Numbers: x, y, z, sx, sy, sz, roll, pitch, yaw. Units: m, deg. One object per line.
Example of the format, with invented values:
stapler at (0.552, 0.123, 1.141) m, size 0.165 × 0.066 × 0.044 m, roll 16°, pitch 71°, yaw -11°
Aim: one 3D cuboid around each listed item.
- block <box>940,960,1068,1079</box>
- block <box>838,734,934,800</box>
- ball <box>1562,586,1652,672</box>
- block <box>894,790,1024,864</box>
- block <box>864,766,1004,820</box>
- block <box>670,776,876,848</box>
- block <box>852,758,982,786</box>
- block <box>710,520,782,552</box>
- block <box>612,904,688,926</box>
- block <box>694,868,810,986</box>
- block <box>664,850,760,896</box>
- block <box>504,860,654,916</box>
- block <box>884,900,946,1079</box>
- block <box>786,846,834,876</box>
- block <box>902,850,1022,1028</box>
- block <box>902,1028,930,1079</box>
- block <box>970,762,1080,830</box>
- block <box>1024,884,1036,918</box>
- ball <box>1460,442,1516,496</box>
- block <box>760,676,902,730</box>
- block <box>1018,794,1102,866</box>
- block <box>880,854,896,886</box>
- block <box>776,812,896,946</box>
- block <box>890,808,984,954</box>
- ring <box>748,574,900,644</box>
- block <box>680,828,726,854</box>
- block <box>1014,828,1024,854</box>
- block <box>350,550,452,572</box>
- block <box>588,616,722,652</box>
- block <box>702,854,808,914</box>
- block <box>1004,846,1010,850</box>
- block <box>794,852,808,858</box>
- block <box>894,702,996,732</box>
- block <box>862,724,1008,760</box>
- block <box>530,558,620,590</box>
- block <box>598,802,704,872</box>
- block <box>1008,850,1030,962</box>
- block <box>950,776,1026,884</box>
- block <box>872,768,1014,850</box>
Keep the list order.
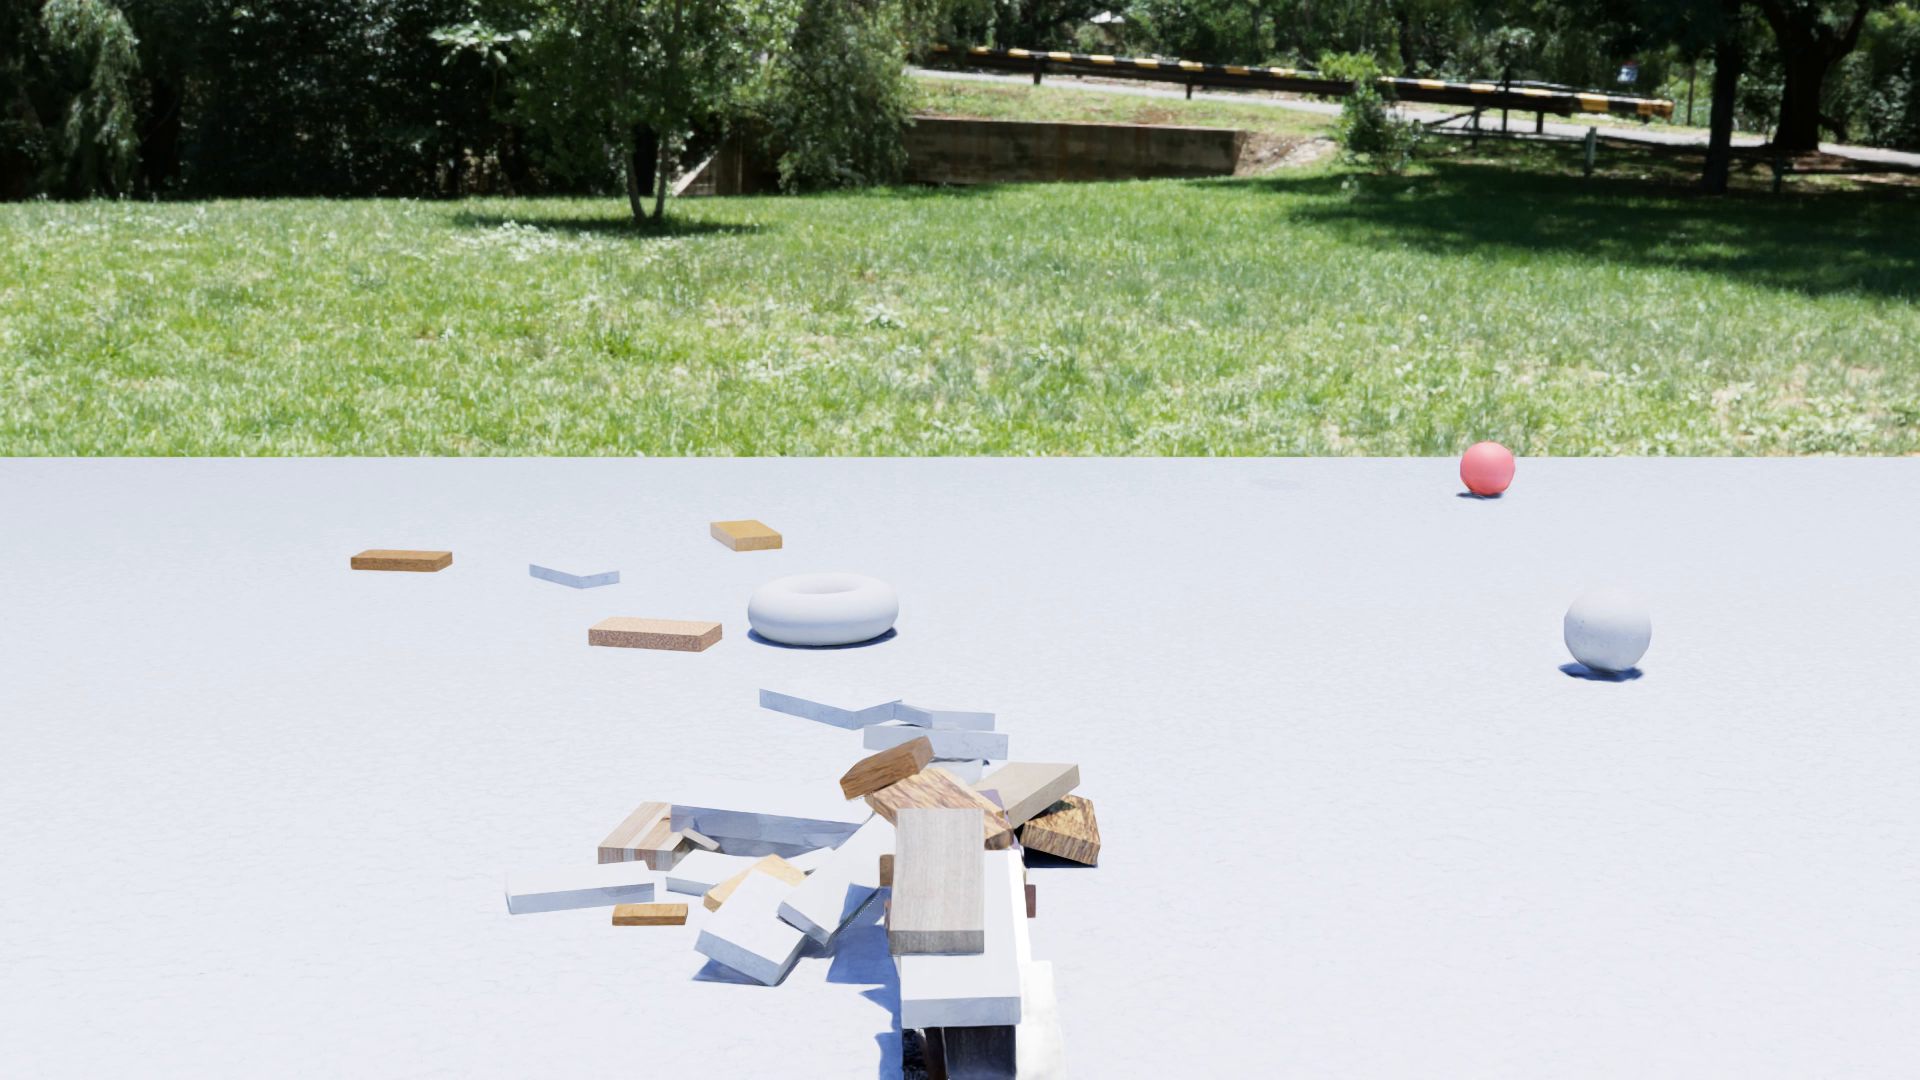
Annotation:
block at (0.057, 0.653, 2.689) m, size 0.144 × 0.041 × 0.288 m, roll -3°, pitch 47°, yaw -5°
block at (-0.109, 0.344, 3.344) m, size 0.117 × 0.033 × 0.233 m, roll -22°, pitch -1°, yaw 5°
ball at (1.519, 0.211, 5.161) m, size 0.201 × 0.201 × 0.201 m, roll 0°, pitch 11°, yaw 0°
block at (-0.007, 0.456, 3.342) m, size 0.169 × 0.048 × 0.337 m, roll -4°, pitch 10°, yaw -5°
block at (-0.043, 0.408, 3.375) m, size 0.132 × 0.037 × 0.265 m, roll -7°, pitch 11°, yaw -20°
block at (-0.324, 0.487, 3.926) m, size 0.347 × 0.049 × 0.174 m, roll 5°, pitch 11°, yaw 8°
block at (-0.076, 0.441, 4.144) m, size 0.174 × 0.049 × 0.347 m, roll 2°, pitch -1°, yaw 12°
block at (-0.663, -0.015, 6.810) m, size 0.148 × 0.042 × 0.296 m, roll -4°, pitch 11°, yaw -21°
block at (-0.499, 0.604, 3.547) m, size 0.116 × 0.016 × 0.058 m, roll 0°, pitch 11°, yaw -1°
block at (-0.305, 0.595, 3.400) m, size 0.132 × 0.037 × 0.265 m, roll 23°, pitch 15°, yaw 7°
block at (-0.390, 0.565, 3.680) m, size 0.184 × 0.026 × 0.092 m, roll 5°, pitch 24°, yaw 26°
block at (-0.632, 0.576, 3.651) m, size 0.233 × 0.033 × 0.117 m, roll -3°, pitch 11°, yaw -16°
block at (0.014, 0.597, 2.939) m, size 0.168 × 0.048 × 0.337 m, roll -5°, pitch 31°, yaw -12°
block at (-0.267, 0.555, 3.725) m, size 0.116 × 0.016 × 0.058 m, roll -16°, pitch 21°, yaw -14°
block at (-0.003, 0.502, 2.800) m, size 0.144 × 0.041 × 0.337 m, roll -2°, pitch 23°, yaw -1°
block at (0.005, 0.657, 3.026) m, size 0.168 × 0.048 × 0.337 m, roll 0°, pitch 13°, yaw -2°
block at (0.090, 0.452, 3.889) m, size 0.137 × 0.039 × 0.274 m, roll -1°, pitch 11°, yaw 30°
block at (0.014, 0.558, 3.389) m, size 0.169 × 0.048 × 0.337 m, roll 1°, pitch -10°, yaw -4°
ball at (1.837, -0.248, 7.663) m, size 0.190 × 0.190 × 0.190 m, roll 0°, pitch 11°, yaw 0°
block at (-0.284, 0.356, 4.814) m, size 0.296 × 0.042 × 0.148 m, roll 10°, pitch 14°, yaw 42°
block at (0.172, 0.502, 3.921) m, size 0.137 × 0.039 × 0.275 m, roll 16°, pitch 9°, yaw -3°
block at (-0.016, 0.531, 3.516) m, size 0.169 × 0.048 × 0.338 m, roll -1°, pitch -10°, yaw 8°
block at (-0.163, 0.534, 3.561) m, size 0.092 × 0.026 × 0.406 m, roll 32°, pitch 26°, yaw 11°
block at (-0.027, 0.439, 2.857) m, size 0.117 × 0.033 × 0.300 m, roll -1°, pitch 23°, yaw 1°
ring at (-0.345, 0.174, 5.565) m, size 0.385 × 0.128 × 0.385 m, roll -1°, pitch 11°, yaw 0°
block at (-0.436, 0.537, 3.796) m, size 0.016 × 0.058 × 0.116 m, roll -40°, pitch 29°, yaw -24°
block at (0.035, 0.518, 3.879) m, size 0.137 × 0.039 × 0.274 m, roll 9°, pitch 9°, yaw -3°
block at (-1.630, 0.060, 6.422) m, size 0.259 × 0.037 × 0.130 m, roll 2°, pitch 11°, yaw 8°
block at (-0.757, 0.234, 5.471) m, size 0.296 × 0.042 × 0.148 m, roll 3°, pitch 11°, yaw 14°
block at (-0.323, 0.573, 3.561) m, size 0.092 × 0.026 × 0.184 m, roll 31°, pitch 27°, yaw 21°
block at (0.024, 0.497, 3.033) m, size 0.103 × 0.029 × 0.207 m, roll 0°, pitch 30°, yaw -3°
block at (-0.221, 0.563, 3.759) m, size 0.143 × 0.020 × 0.072 m, roll 10°, pitch 14°, yaw 43°
block at (-0.036, 0.365, 4.552) m, size 0.130 × 0.037 × 0.351 m, roll 4°, pitch -2°, yaw -14°
block at (-0.052, 0.396, 4.314) m, size 0.174 × 0.049 × 0.347 m, roll 5°, pitch -4°, yaw -21°
block at (-1.094, 0.094, 6.238) m, size 0.130 × 0.037 × 0.259 m, roll -10°, pitch 14°, yaw -43°
block at (-0.538, 0.525, 3.914) m, size 0.132 × 0.037 × 0.265 m, roll 2°, pitch 11°, yaw 9°
block at (0.026, 0.524, 2.923) m, size 0.125 × 0.035 × 0.250 m, roll -1°, pitch 44°, yaw -4°
block at (0.002, 0.435, 3.182) m, size 0.104 × 0.029 × 0.207 m, roll -18°, pitch 42°, yaw -20°
block at (-0.025, 0.398, 3.144) m, size 0.104 × 0.029 × 0.207 m, roll -22°, pitch 31°, yaw -28°
